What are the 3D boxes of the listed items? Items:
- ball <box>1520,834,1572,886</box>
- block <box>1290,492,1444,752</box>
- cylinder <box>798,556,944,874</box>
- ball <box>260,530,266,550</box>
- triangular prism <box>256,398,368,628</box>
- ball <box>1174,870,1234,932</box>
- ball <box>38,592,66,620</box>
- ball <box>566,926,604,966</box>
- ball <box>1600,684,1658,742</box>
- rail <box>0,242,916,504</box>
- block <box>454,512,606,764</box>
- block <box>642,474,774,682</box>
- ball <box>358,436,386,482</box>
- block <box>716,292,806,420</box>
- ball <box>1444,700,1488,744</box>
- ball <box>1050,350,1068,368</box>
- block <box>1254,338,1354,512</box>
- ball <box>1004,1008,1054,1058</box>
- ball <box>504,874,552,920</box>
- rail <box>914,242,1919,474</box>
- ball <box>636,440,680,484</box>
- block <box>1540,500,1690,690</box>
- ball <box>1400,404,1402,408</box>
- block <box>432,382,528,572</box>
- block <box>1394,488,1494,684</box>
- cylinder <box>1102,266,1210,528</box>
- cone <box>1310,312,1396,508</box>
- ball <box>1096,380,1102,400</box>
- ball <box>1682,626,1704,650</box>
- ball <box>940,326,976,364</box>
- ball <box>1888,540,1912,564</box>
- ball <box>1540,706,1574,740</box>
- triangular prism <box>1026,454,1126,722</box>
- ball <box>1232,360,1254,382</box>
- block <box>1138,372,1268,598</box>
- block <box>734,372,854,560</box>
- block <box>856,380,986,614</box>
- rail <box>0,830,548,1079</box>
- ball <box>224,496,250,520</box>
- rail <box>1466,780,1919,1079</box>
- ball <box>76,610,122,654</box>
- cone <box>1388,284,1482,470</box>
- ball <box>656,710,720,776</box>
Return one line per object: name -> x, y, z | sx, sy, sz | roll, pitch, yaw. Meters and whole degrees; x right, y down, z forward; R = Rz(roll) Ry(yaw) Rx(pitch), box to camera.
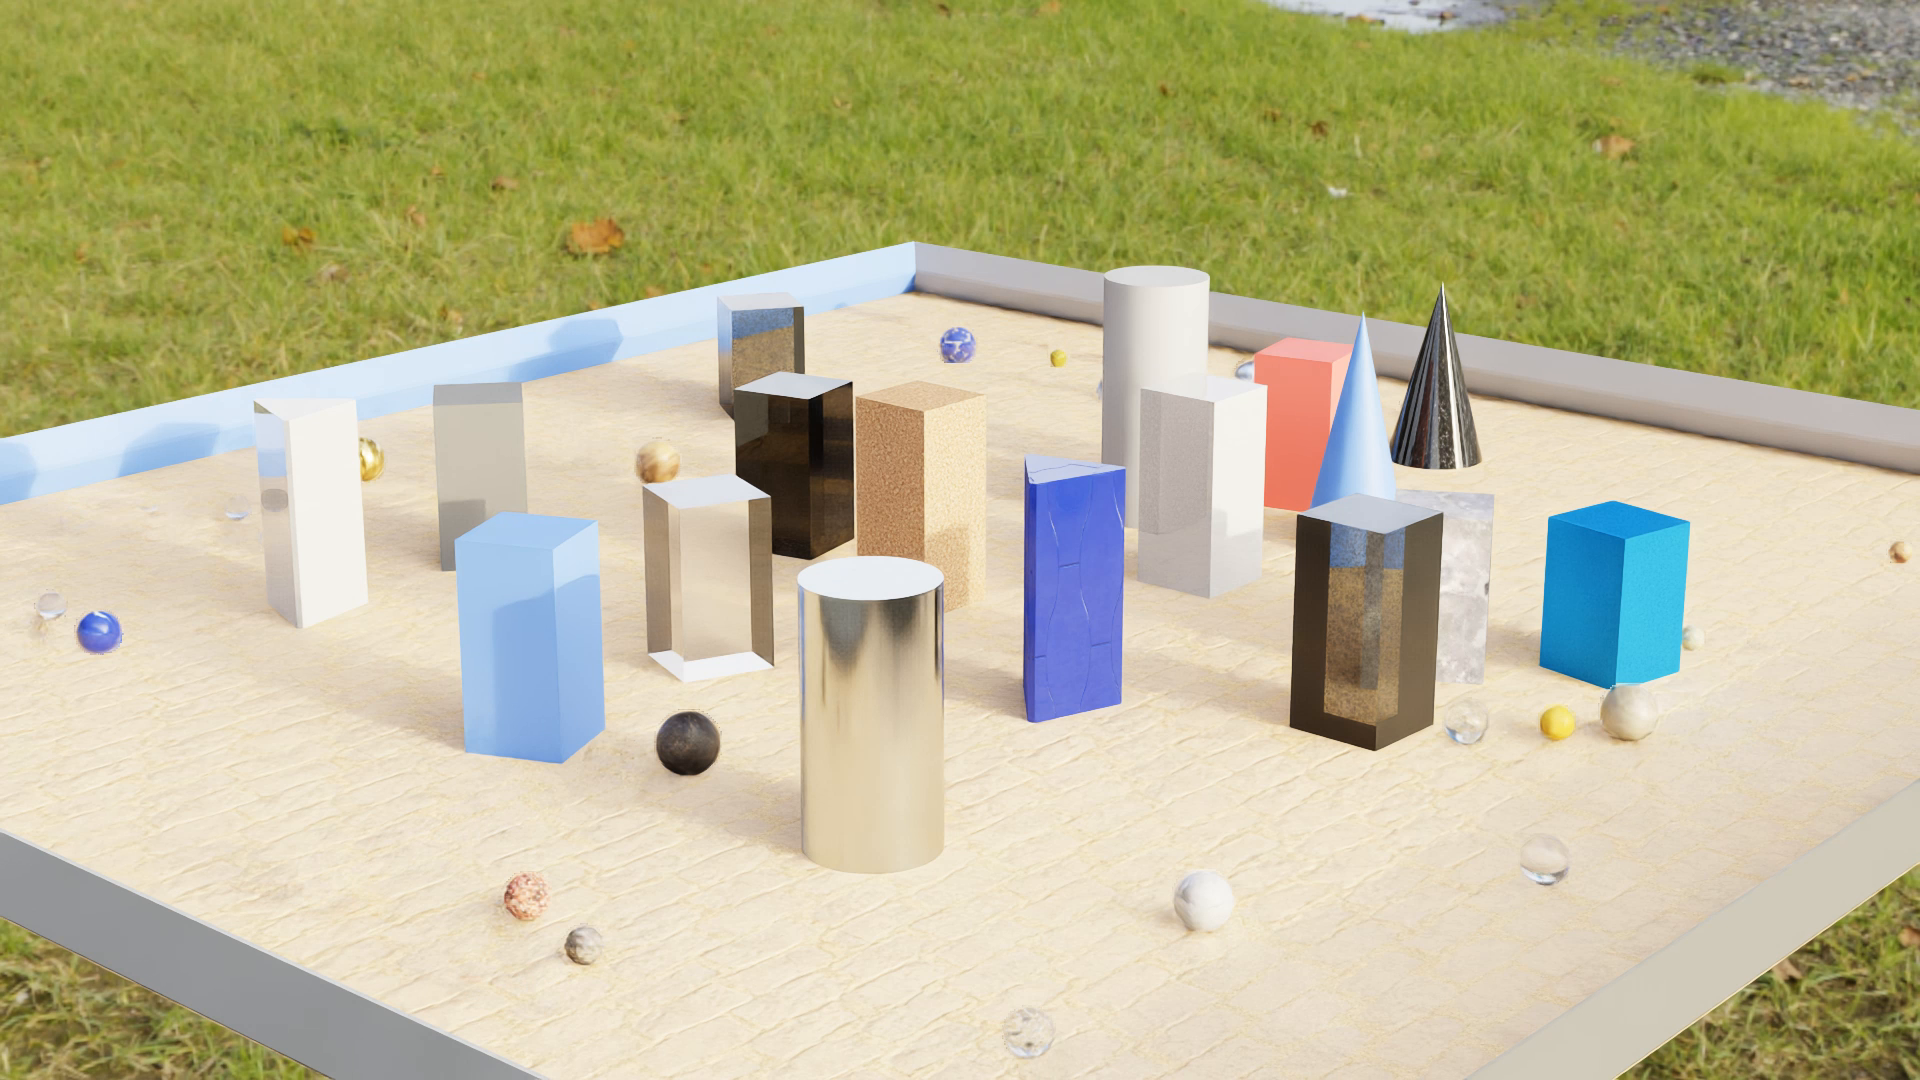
ball -> 0.781, 0.428, 3.915 | 0.068, 0.068, 0.068 | 0, 17, 0
block -> 0.617, 0.122, 4.456 | 0.158, 0.341, 0.158 | 15, 22, 40
cylinder -> -0.120, 0.236, 3.994 | 0.197, 0.389, 0.197 | 0, 17, 0
ball -> -1.255, -0.002, 5.367 | 0.053, 0.053, 0.053 | 0, 17, 0
triangular prism -> -1.136, -0.056, 5.007 | 0.148, 0.363, 0.171 | 10, 19, 29
ball -> 0.313, 0.465, 3.774 | 0.078, 0.078, 0.078 | 0, 17, 0
ball -> -1.547, 0.113, 4.995 | 0.048, 0.048, 0.048 | 0, 17, 0
ball -> -0.471, 0.509, 3.679 | 0.048, 0.048, 0.048 | 0, 17, 0
ball -> 1.012, 0.262, 4.433 | 0.087, 0.087, 0.087 | 0, 17, 0
rail -> -1.320, -0.299, 6.217 | 0.045, 0.128, 3.719 | 14, 22, 39
block -> -0.642, 0.145, 4.396 | 0.158, 0.333, 0.158 | 5, 18, 17
block -> -0.408, 0.059, 4.755 | 0.158, 0.289, 0.158 | -9, 19, -26
ball -> -1.188, -0.160, 5.826 | 0.091, 0.091, 0.091 | 0, 17, 0
block -> -0.431, -0.399, 6.354 | 0.158, 0.243, 0.158 | -5, 17, -15
ball -> 0.763, 0.275, 4.423 | 0.068, 0.068, 0.068 | 0, 17, 0
ball -> 0.228, -0.419, 6.771 | 0.041, 0.041, 0.041 | 0, 17, 0
block -> 0.670, -0.221, 5.665 | 0.158, 0.300, 0.158 | 9, 19, 28
ball -> 0.082, 0.578, 3.433 | 0.059, 0.059, 0.059 | 0, 17, 0
ball -> -0.561, 0.463, 3.809 | 0.060, 0.060, 0.060 | 0, 17, 0
rail -> 1.204, -0.368, 6.447 | 3.543, 0.128, 0.045 | 14, 22, 39
ball -> -0.598, -0.153, 5.805 | 0.089, 0.089, 0.089 | 0, 17, 0
block -> 1.053, 0.088, 4.721 | 0.158, 0.253, 0.158 | -13, 21, -36
ball -> 0.969, -0.273, 6.244 | 0.067, 0.067, 0.067 | 0, 17, 0
block -> -0.865, -0.116, 5.305 | 0.158, 0.307, 0.158 | -3, 17, -9
block -> 0.774, 0.074, 4.733 | 0.158, 0.273, 0.158 | 3, 17, 11
cylinder -> 0.367, -0.270, 5.542 | 0.197, 0.465, 0.197 | 0, 17, 0
cone -> 0.730, -0.204, 5.366 | 0.197, 0.441, 0.197 | 0, 17, 0
ball -> 0.335, -0.328, 6.420 | 0.070, 0.070, 0.070 | 0, 17, 0
ball -> 1.208, 0.162, 4.842 | 0.042, 0.042, 0.042 | 0, 17, 0
ball -> -0.005, -0.452, 6.802 | 0.087, 0.087, 0.087 | 0, 17, 0
ball -> 1.702, 0.022, 5.306 | 0.041, 0.041, 0.041 | 0, 17, 0
ball -> 0.905, 0.277, 4.442 | 0.052, 0.052, 0.052 | 0, 17, 0
triangular prism -> 0.143, 0.067, 4.566 | 0.171, 0.383, 0.148 | -10, 20, -30
ball -> 0.644, -0.353, 6.474 | 0.086, 0.086, 0.086 | 0, 17, 0
block -> 0.426, -0.099, 5.168 | 0.158, 0.353, 0.158 | 14, 22, 38
block -> -0.303, -0.138, 5.387 | 0.158, 0.302, 0.158 | 9, 19, 27
block -> -0.067, -0.071, 5.052 | 0.158, 0.366, 0.158 | 14, 22, 39
rail -> -1.204, 0.432, 3.793 | 3.543, 0.128, 0.045 | 14, 22, 39
ball -> -1.372, -0.060, 5.569 | 0.048, 0.048, 0.048 | 0, 17, 0
rail -> 1.320, 0.363, 4.023 | 0.045, 0.128, 3.719 | 14, 22, 39
ball -> -1.417, 0.151, 4.826 | 0.071, 0.071, 0.071 | 0, 17, 0
cone -> 0.973, -0.345, 5.964 | 0.197, 0.365, 0.197 | 0, 17, 0
ball -> -0.398, 0.298, 4.297 | 0.095, 0.095, 0.095 | 0, 17, 0
